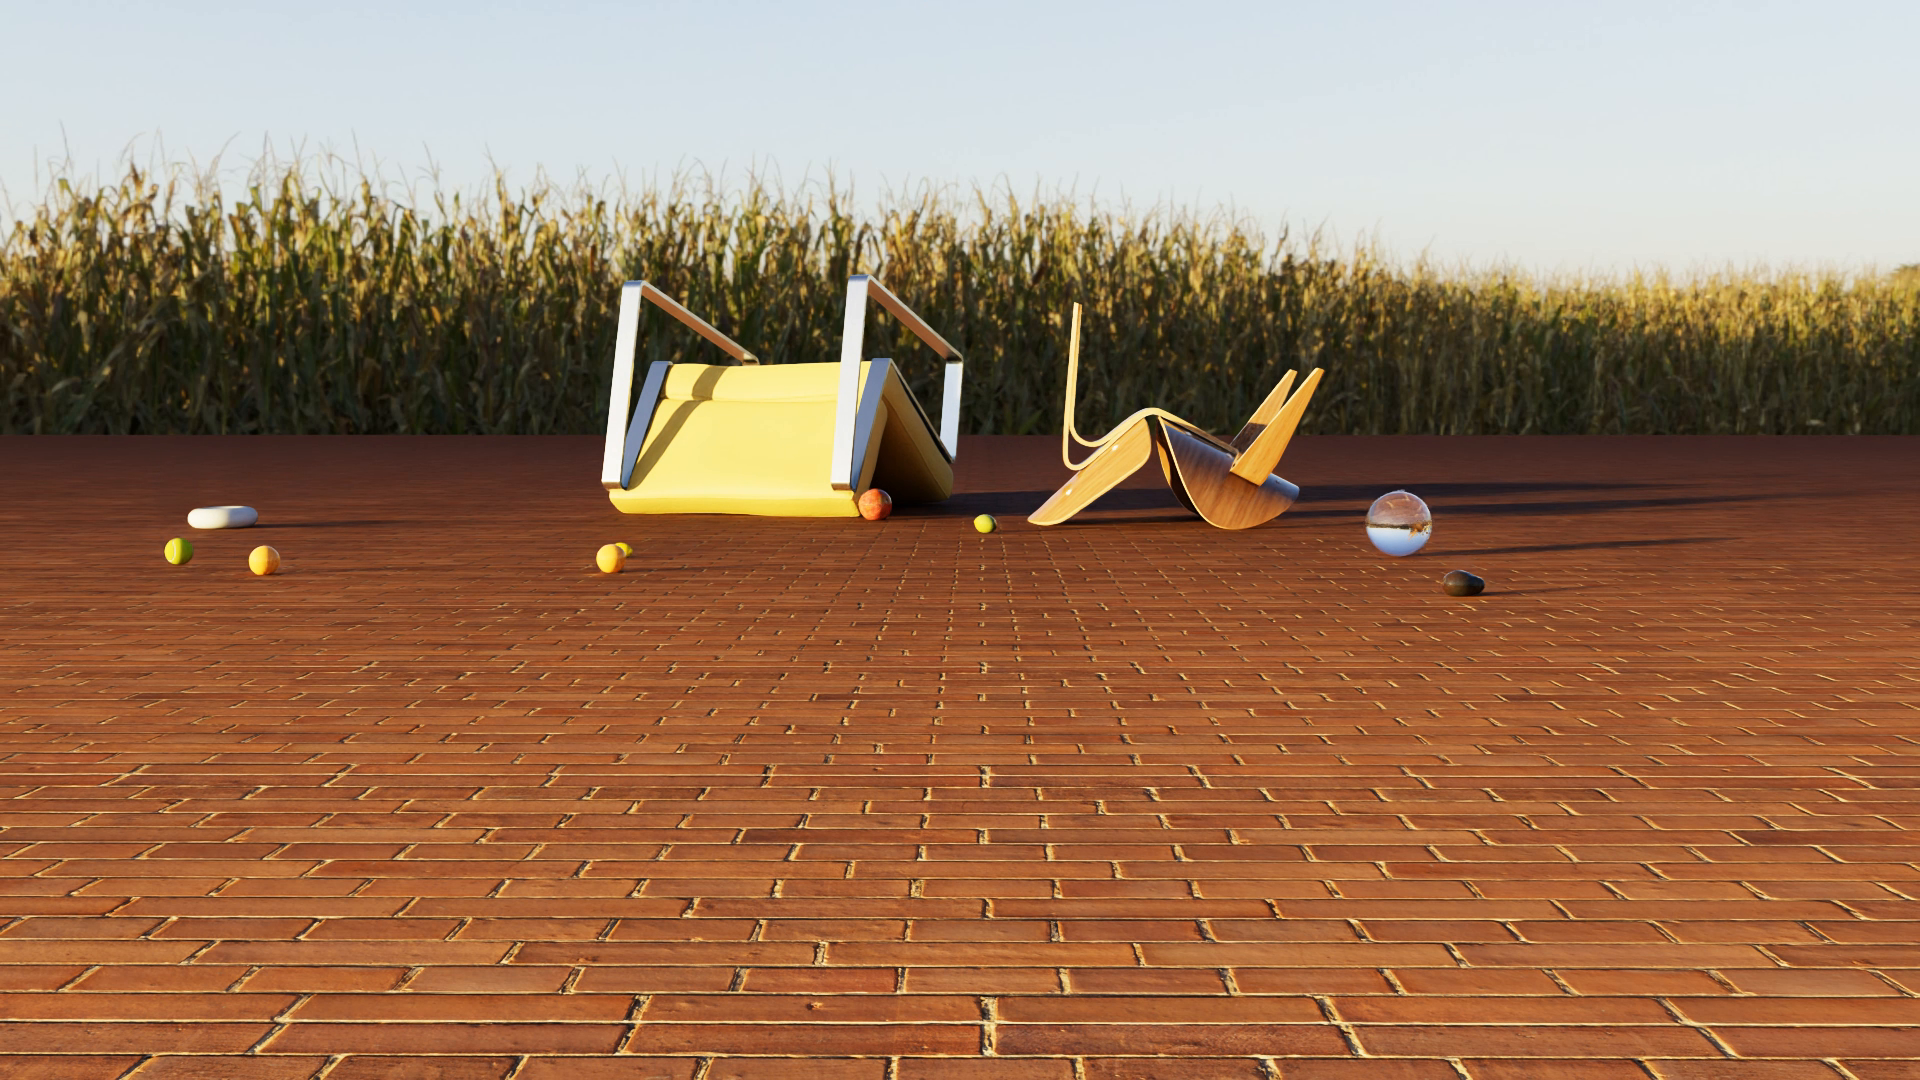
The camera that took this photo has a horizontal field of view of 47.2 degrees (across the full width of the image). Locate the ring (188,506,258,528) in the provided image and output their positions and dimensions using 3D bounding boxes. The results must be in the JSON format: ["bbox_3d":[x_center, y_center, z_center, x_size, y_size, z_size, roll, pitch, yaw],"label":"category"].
[{"bbox_3d":[-2.392,-0.073,7.139,0.217,0.066,0.217,1,5,28],"label":"ring"}]

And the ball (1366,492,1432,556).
[{"bbox_3d":[1.176,-0.043,5.893,0.175,0.175,0.175,0,4,0],"label":"ball"}]

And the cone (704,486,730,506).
[{"bbox_3d":[-0.913,-0.152,8.477,0.114,0.083,0.091,16,-13,34],"label":"cone"}]
